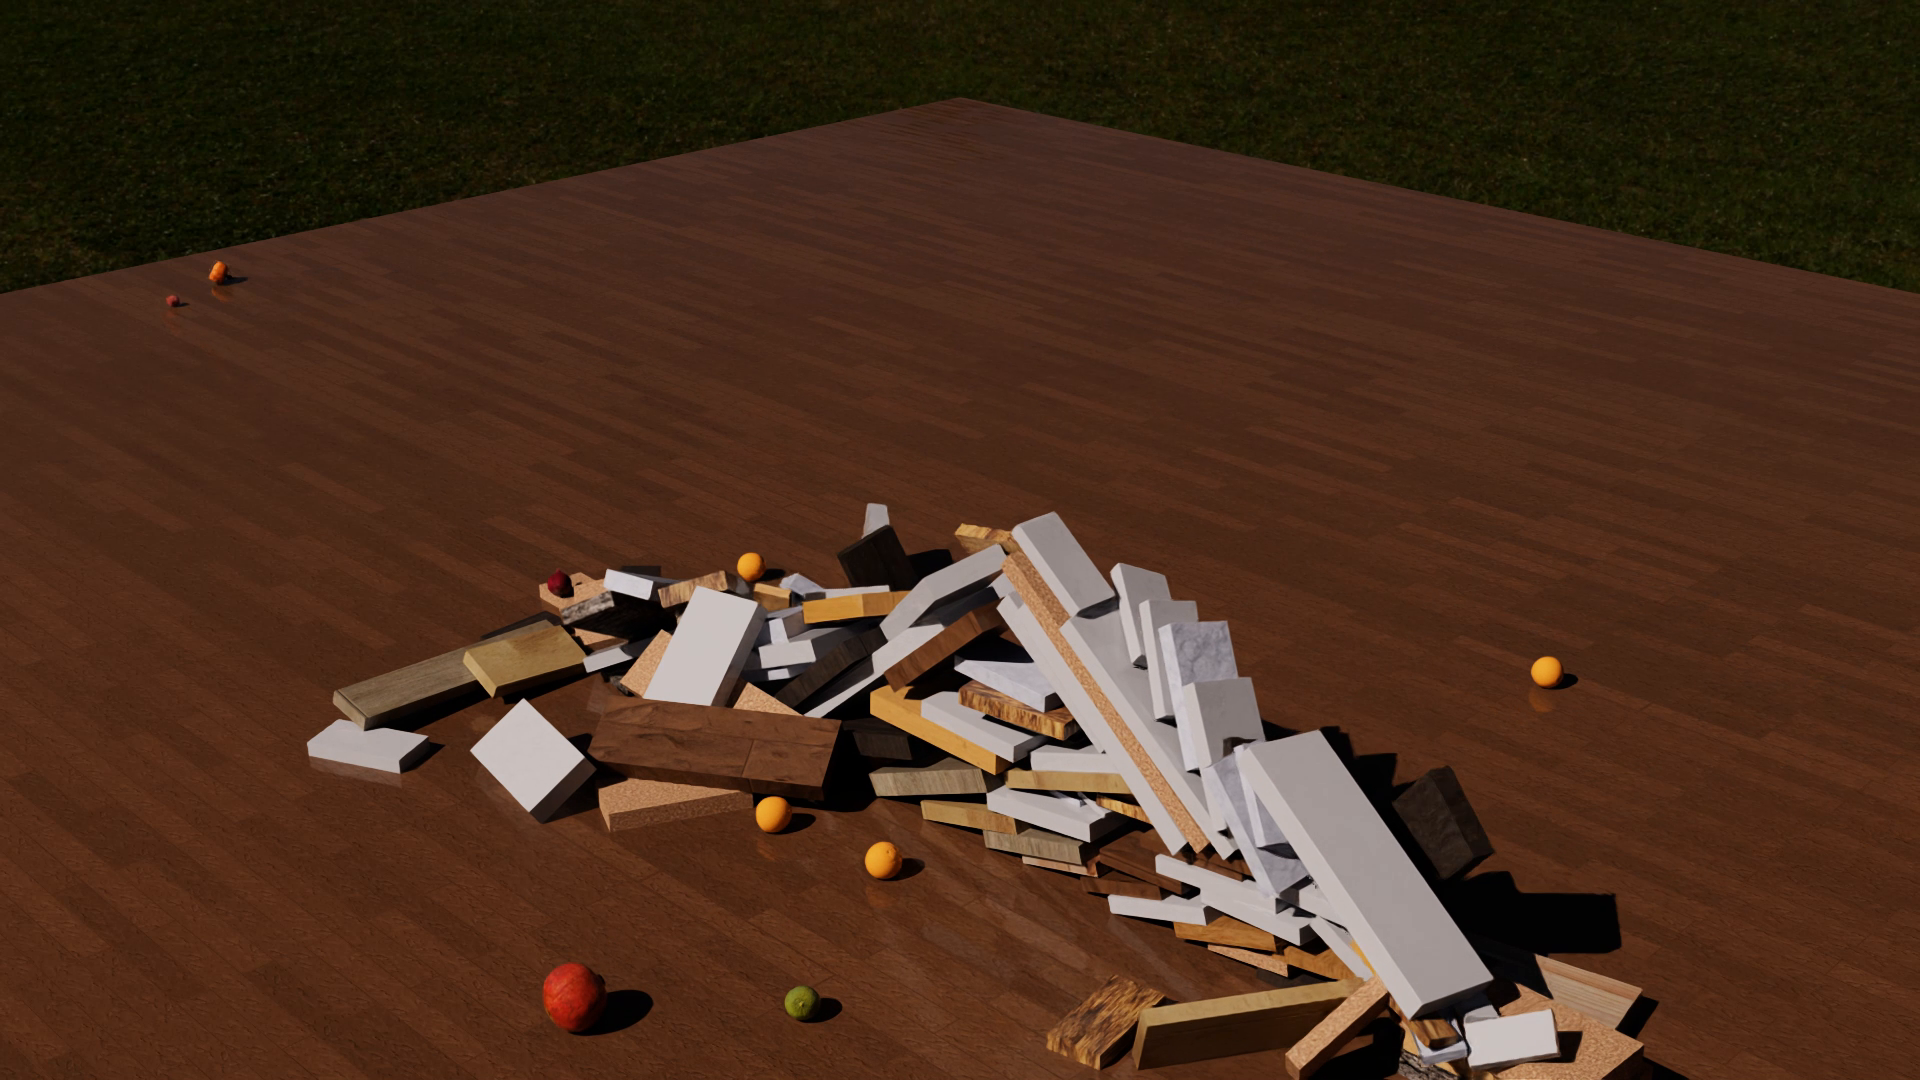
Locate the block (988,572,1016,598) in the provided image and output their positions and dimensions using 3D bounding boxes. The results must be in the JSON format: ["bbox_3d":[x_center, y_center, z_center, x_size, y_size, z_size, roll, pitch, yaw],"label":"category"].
[{"bbox_3d":[0.133,0.115,5.436,0.294,0.042,0.147,-20,30,-39],"label":"block"}]

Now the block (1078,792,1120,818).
[{"bbox_3d":[0.266,0.494,4.157,0.045,0.013,0.091,-11,31,-29],"label":"block"}]

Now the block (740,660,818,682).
[{"bbox_3d":[-0.398,0.277,4.765,0.106,0.030,0.212,-20,6,-42],"label":"block"}]

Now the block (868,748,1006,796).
[{"bbox_3d":[-0.008,0.461,4.444,0.172,0.049,0.345,-22,8,-42],"label":"block"}]

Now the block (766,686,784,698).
[{"bbox_3d":[-0.391,0.339,4.798,0.106,0.030,0.212,-19,9,-38],"label":"block"}]

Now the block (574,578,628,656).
[{"bbox_3d":[-0.848,0.178,5.200,0.118,0.034,0.237,-14,37,-1],"label":"block"}]

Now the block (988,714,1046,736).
[{"bbox_3d":[0.124,0.329,4.227,0.159,0.023,0.080,18,29,33],"label":"block"}]

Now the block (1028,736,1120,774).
[{"bbox_3d":[0.262,0.399,4.152,0.126,0.036,0.252,-20,10,-40],"label":"block"}]

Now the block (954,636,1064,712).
[{"bbox_3d":[0.116,0.257,4.236,0.239,0.034,0.120,23,32,40],"label":"block"}]

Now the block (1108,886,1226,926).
[{"bbox_3d":[0.400,0.663,4.064,0.117,0.033,0.235,-21,13,-41],"label":"block"}]

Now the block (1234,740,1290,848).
[{"bbox_3d":[0.531,0.435,3.776,0.088,0.176,0.025,-3,-16,-33],"label":"block"}]

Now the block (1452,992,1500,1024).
[{"bbox_3d":[0.829,0.748,3.577,0.057,0.016,0.113,4,22,-11],"label":"block"}]

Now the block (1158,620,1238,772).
[{"bbox_3d":[0.442,0.278,3.936,0.130,0.261,0.037,-1,-17,-32],"label":"block"}]

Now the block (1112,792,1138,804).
[{"bbox_3d":[0.373,0.475,4.097,0.162,0.023,0.081,16,24,34],"label":"block"}]

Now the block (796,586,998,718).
[{"bbox_3d":[-0.136,0.248,4.518,0.164,0.047,0.572,-21,-11,-41],"label":"block"}]

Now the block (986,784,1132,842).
[{"bbox_3d":[0.192,0.509,4.232,0.262,0.037,0.131,12,24,42],"label":"block"}]

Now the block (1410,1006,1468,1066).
[{"bbox_3d":[0.758,0.778,3.526,0.071,0.020,0.141,-11,32,0],"label":"block"}]

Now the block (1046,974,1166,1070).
[{"bbox_3d":[0.252,0.826,3.775,0.107,0.030,0.214,16,28,32],"label":"block"}]

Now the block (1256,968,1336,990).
[{"bbox_3d":[0.624,0.781,3.886,0.090,0.026,0.180,-21,31,-41],"label":"block"}]

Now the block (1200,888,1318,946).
[{"bbox_3d":[0.553,0.645,3.902,0.117,0.033,0.235,-19,24,-36],"label":"block"}]

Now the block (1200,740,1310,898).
[{"bbox_3d":[0.520,0.479,3.789,0.121,0.243,0.034,-24,-4,-36],"label":"block"}]

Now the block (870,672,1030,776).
[{"bbox_3d":[0.003,0.356,4.391,0.345,0.049,0.172,22,31,39],"label":"block"}]

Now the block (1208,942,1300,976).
[{"bbox_3d":[0.543,0.730,3.950,0.090,0.026,0.180,-21,23,-41],"label":"block"}]

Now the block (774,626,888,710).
[{"bbox_3d":[-0.243,0.262,4.584,0.164,0.046,0.328,-22,-10,-37],"label":"block"}]

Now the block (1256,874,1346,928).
[{"bbox_3d":[0.636,0.605,3.799,0.114,0.032,0.229,-19,24,-37],"label":"block"}]

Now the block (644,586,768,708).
[{"bbox_3d":[-0.555,0.274,4.686,0.169,0.048,0.338,14,70,31],"label":"block"}]

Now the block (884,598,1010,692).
[{"bbox_3d":[0.003,0.197,4.323,0.164,0.047,0.328,-21,-10,-41],"label":"block"}]

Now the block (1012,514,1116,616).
[{"bbox_3d":[0.193,0.046,4.050,0.098,0.028,0.196,-20,67,-40],"label":"block"}]

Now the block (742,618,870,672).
[{"bbox_3d":[-0.440,0.245,4.818,0.164,0.046,0.570,-20,6,-43],"label":"block"}]

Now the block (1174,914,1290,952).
[{"bbox_3d":[0.511,0.689,3.960,0.117,0.033,0.235,-21,13,-41],"label":"block"}]

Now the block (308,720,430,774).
[{"bbox_3d":[-1.259,0.439,4.686,0.227,0.032,0.113,8,24,19],"label":"block"}]

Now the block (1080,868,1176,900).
[{"bbox_3d":[0.334,0.635,4.126,0.101,0.029,0.202,-21,13,-41],"label":"block"}]

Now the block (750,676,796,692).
[{"bbox_3d":[-0.466,0.316,4.885,0.106,0.030,0.212,-19,8,-37],"label":"block"}]

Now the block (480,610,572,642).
[{"bbox_3d":[-1.025,0.223,5.200,0.097,0.028,0.194,19,30,38],"label":"block"}]

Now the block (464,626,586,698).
[{"bbox_3d":[-0.980,0.274,4.982,0.256,0.036,0.128,-16,49,-43],"label":"block"}]

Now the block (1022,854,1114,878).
[{"bbox_3d":[0.225,0.604,4.234,0.101,0.029,0.202,-21,15,-40],"label":"block"}]

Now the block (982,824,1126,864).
[{"bbox_3d":[0.183,0.571,4.265,0.131,0.037,0.262,-21,15,-40],"label":"block"}]

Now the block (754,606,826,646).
[{"bbox_3d":[-0.464,0.201,4.837,0.328,0.046,0.164,-12,5,34],"label":"block"}]

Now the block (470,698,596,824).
[{"bbox_3d":[-0.882,0.453,4.535,0.155,0.044,0.310,-45,38,-12],"label":"block"}]

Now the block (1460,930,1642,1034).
[{"bbox_3d":[0.998,0.789,3.840,0.332,0.047,0.166,15,27,31],"label":"block"}]

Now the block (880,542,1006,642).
[{"bbox_3d":[-0.033,0.109,4.329,0.171,0.049,0.343,-25,-9,-22],"label":"block"}]

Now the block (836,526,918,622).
[{"bbox_3d":[-0.162,0.121,5.085,0.139,0.277,0.039,-31,15,-20],"label":"block"}]

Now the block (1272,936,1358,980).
[{"bbox_3d":[0.644,0.726,3.842,0.090,0.025,0.180,-21,23,-41],"label":"block"}]

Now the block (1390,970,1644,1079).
[{"bbox_3d":[0.897,0.797,3.558,0.179,0.051,0.358,-21,31,-40],"label":"block"}]

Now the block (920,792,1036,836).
[{"bbox_3d":[0.061,0.530,4.379,0.262,0.037,0.131,2,18,45],"label":"block"}]

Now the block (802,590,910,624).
[{"bbox_3d":[-0.193,0.140,4.625,0.164,0.047,0.328,-3,-3,-26],"label":"block"}]

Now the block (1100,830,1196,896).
[{"bbox_3d":[0.367,0.596,4.077,0.101,0.029,0.202,-20,25,-39],"label":"block"}]

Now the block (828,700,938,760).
[{"bbox_3d":[-0.150,0.393,4.562,0.172,0.049,0.345,-21,13,-39],"label":"block"}]
